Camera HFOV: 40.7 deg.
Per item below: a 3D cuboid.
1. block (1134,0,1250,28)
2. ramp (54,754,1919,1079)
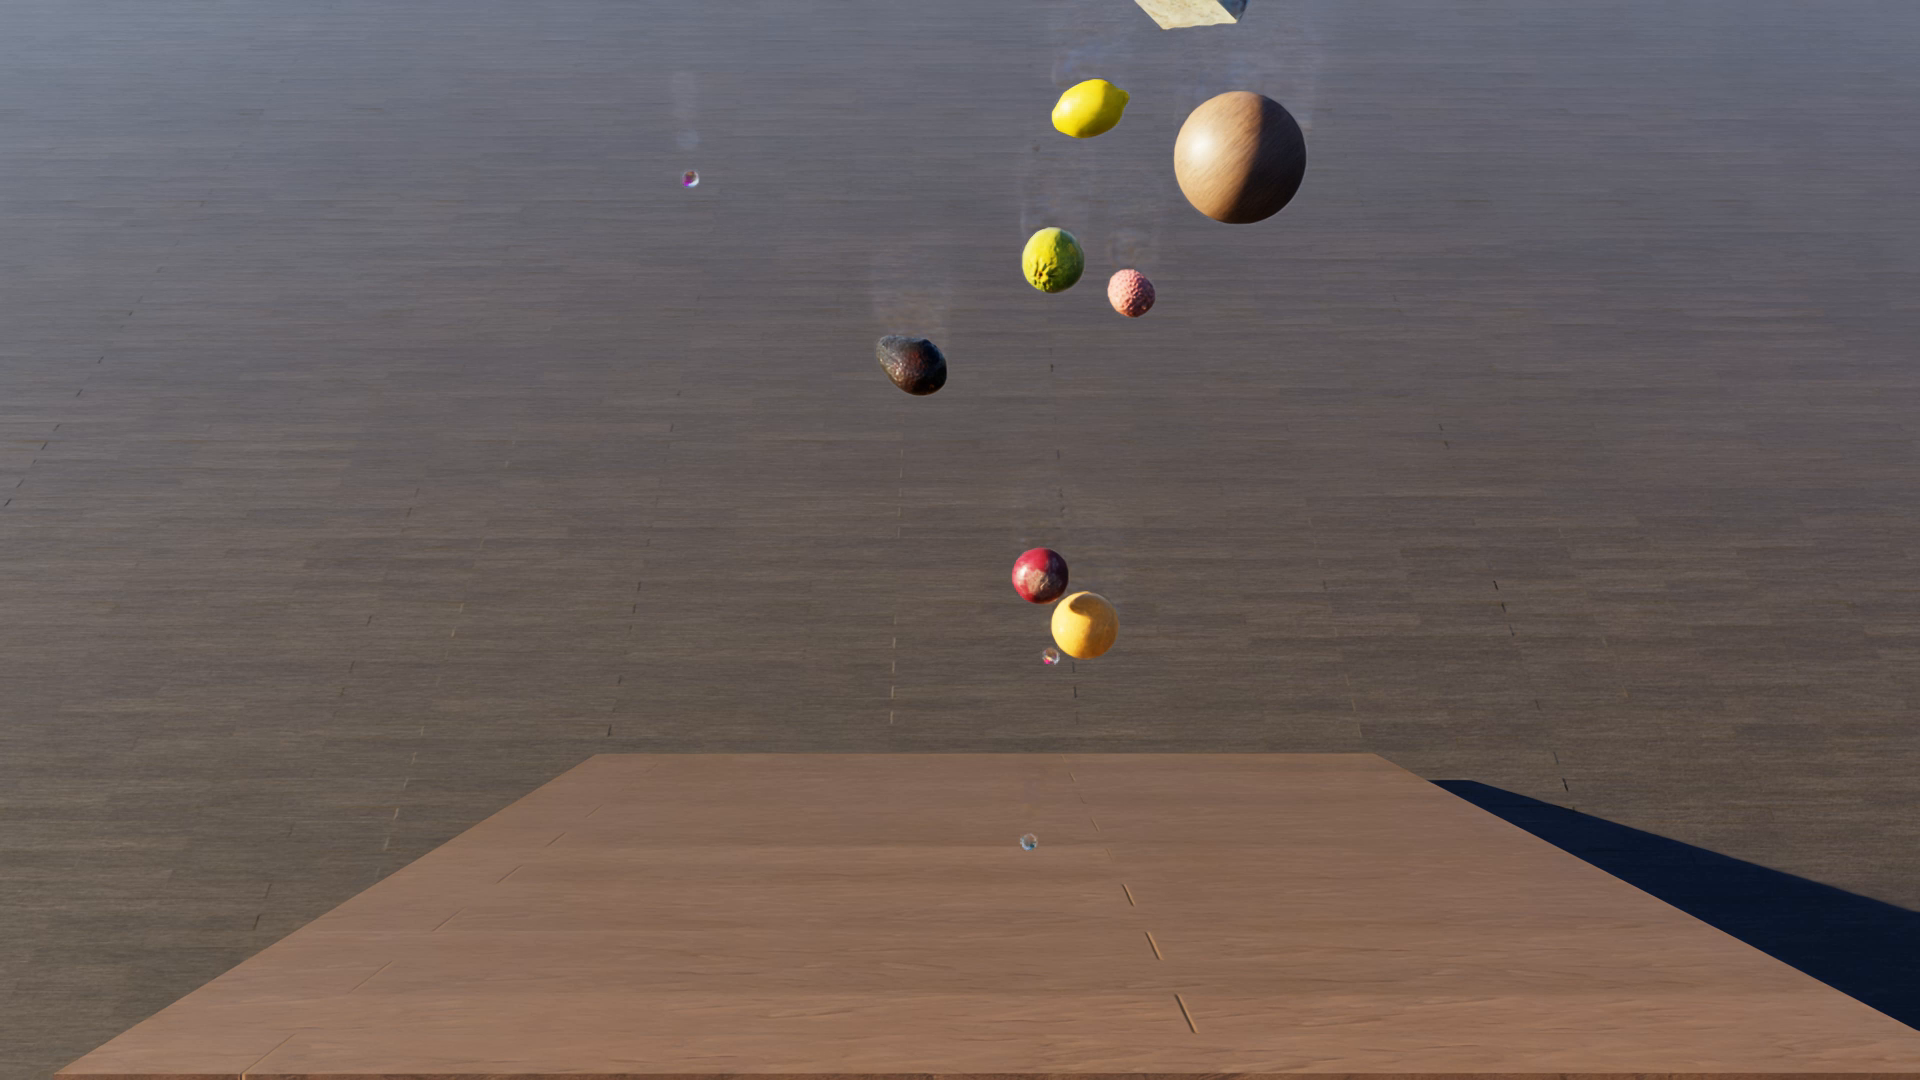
[{"bbox_3d":[0.198,-0.514,2.229,0.099,0.099,0.099,10,68,54],"label":"block"},{"bbox_3d":[0.067,0.599,4.658,2.000,0.100,4.000,0,0,0],"label":"ramp"}]
